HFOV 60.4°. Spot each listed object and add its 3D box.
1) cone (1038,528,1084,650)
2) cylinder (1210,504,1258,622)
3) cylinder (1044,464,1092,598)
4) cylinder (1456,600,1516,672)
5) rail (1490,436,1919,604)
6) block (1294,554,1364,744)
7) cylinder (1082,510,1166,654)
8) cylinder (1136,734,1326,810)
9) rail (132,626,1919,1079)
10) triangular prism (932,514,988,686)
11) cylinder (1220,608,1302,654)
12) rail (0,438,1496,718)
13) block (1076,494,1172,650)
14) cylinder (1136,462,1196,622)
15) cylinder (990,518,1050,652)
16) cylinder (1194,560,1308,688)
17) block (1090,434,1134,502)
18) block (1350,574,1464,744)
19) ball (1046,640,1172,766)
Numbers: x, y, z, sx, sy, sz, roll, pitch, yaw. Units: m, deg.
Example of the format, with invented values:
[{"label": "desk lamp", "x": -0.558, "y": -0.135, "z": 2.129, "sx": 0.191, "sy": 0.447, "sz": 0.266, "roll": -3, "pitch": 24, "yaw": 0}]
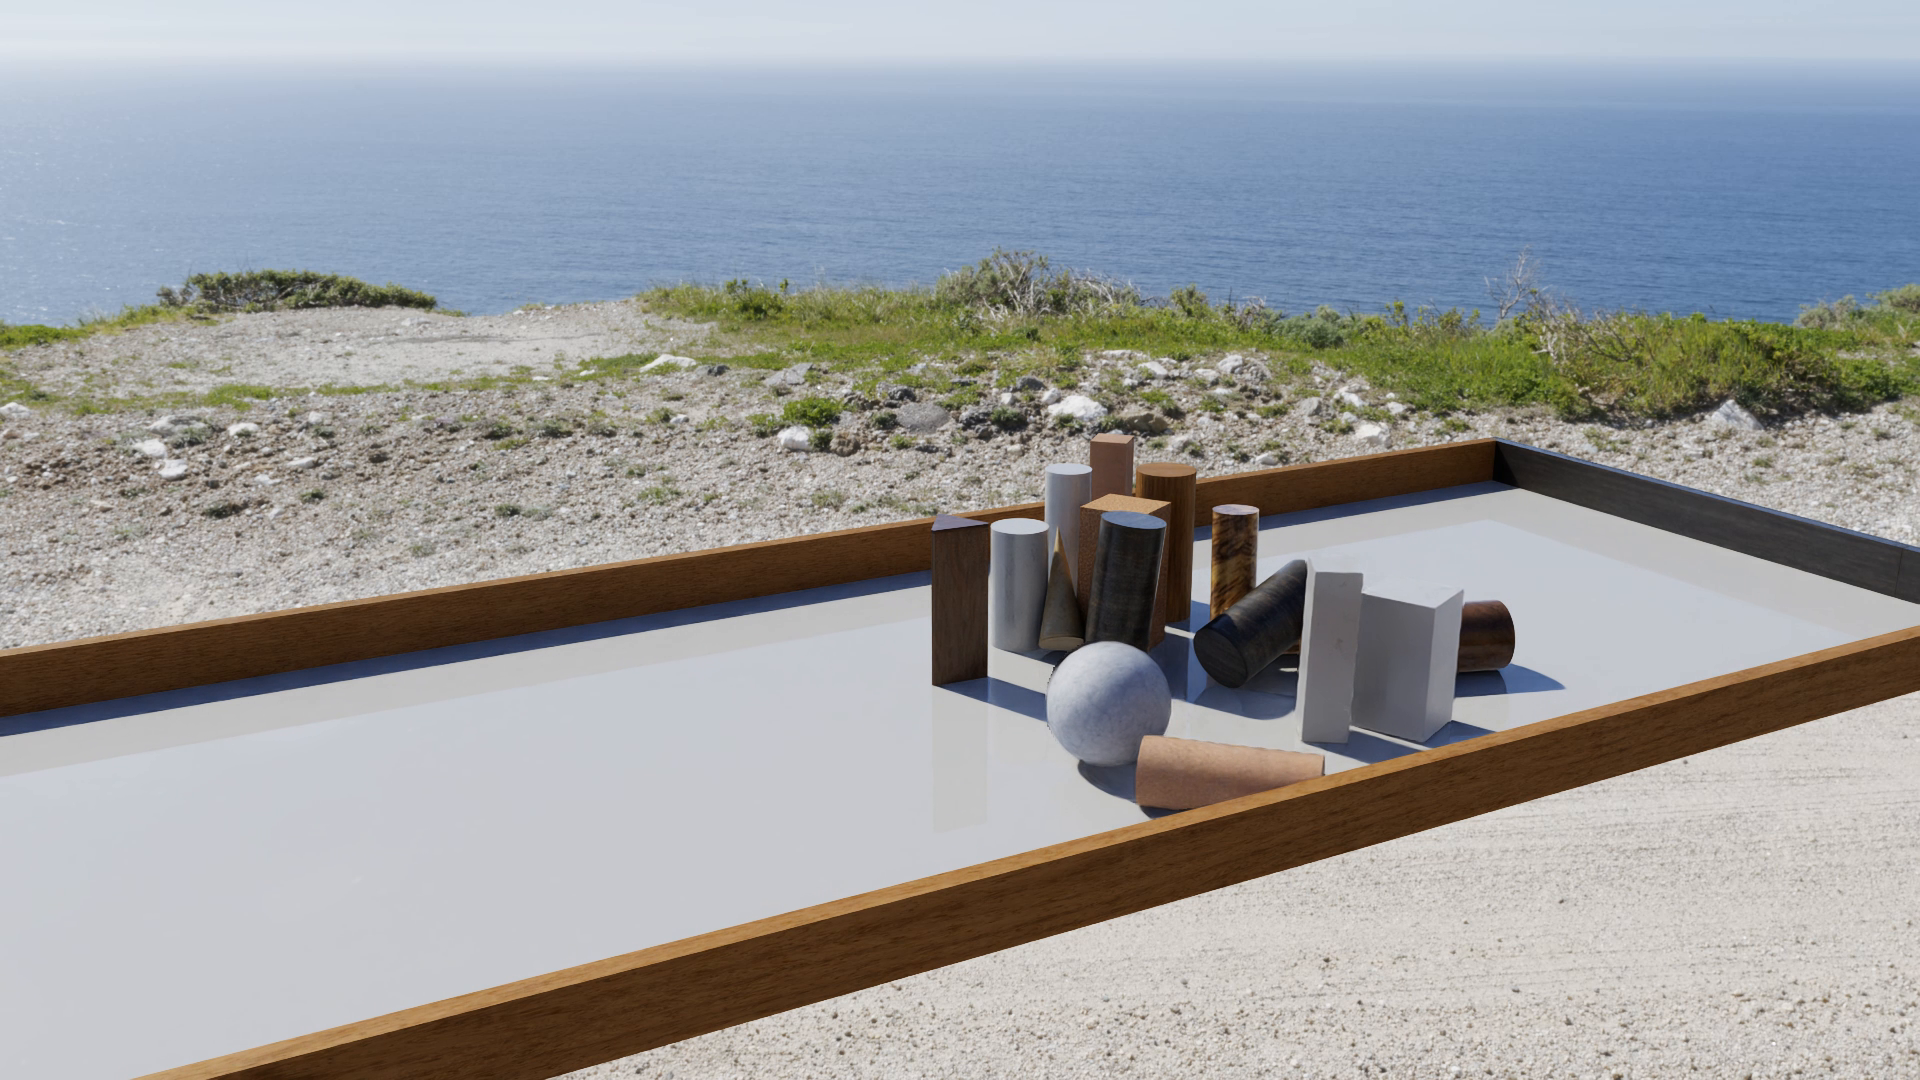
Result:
[{"label": "cone", "x": 0.265, "y": 0.114, "z": 4.356, "sx": 0.128, "sy": 0.331, "sz": 0.128, "roll": -1, "pitch": -19, "yaw": 0}, {"label": "cylinder", "x": 0.732, "y": 0.091, "z": 4.411, "sx": 0.121, "sy": 0.353, "sz": 0.121, "roll": -1, "pitch": 14, "yaw": 0}, {"label": "cylinder", "x": 0.298, "y": 0.007, "z": 4.582, "sx": 0.129, "sy": 0.422, "sz": 0.129, "roll": 0, "pitch": 16, "yaw": 0}, {"label": "cylinder", "x": 1.162, "y": 0.253, "z": 4.179, "sx": 0.433, "sy": 0.178, "sz": 0.178, "roll": -3, "pitch": 17, "yaw": -11}, {"label": "rail", "x": 2.466, "y": -0.048, "z": 5.253, "sx": 0.050, "sy": 0.150, "sz": 2.100, "roll": -9, "pitch": 18, "yaw": -27}, {"label": "block", "x": 0.837, "y": 0.250, "z": 3.750, "sx": 0.105, "sy": 0.419, "sz": 0.105, "roll": 1, "pitch": 20, "yaw": 3}, {"label": "cylinder", "x": 0.412, "y": 0.136, "z": 4.169, "sx": 0.165, "sy": 0.391, "sz": 0.165, "roll": 6, "pitch": 15, "yaw": -2}, {"label": "cylinder", "x": 0.559, "y": 0.496, "z": 3.407, "sx": 0.369, "sy": 0.147, "sz": 0.147, "roll": 5, "pitch": 17, "yaw": 16}, {"label": "rail", "x": -2.336, "y": 1.006, "z": 1.665, "sx": 12.000, "sy": 0.150, "sz": 0.050, "roll": -9, "pitch": 18, "yaw": -27}, {"label": "triangular prism", "x": -0.025, "y": 0.144, "z": 4.148, "sx": 0.151, "sy": 0.404, "sz": 0.131, "roll": -7, "pitch": 18, "yaw": -23}, {"label": "cylinder", "x": 0.851, "y": 0.236, "z": 4.331, "sx": 0.320, "sy": 0.125, "sz": 0.125, "roll": -1, "pitch": 16, "yaw": -5}, {"label": "rail", "x": -3.305, "y": 0.497, "z": 3.399, "sx": 12.000, "sy": 0.150, "sz": 0.050, "roll": -9, "pitch": 18, "yaw": -27}, {"label": "block", "x": 0.431, "y": 0.091, "z": 4.360, "sx": 0.178, "sy": 0.381, "sz": 0.178, "roll": 9, "pitch": 17, "yaw": 29}, {"label": "cylinder", "x": 0.567, "y": 0.006, "z": 4.593, "sx": 0.165, "sy": 0.417, "sz": 0.165, "roll": 0, "pitch": 16, "yaw": 0}, {"label": "cylinder", "x": 0.157, "y": 0.119, "z": 4.378, "sx": 0.154, "sy": 0.323, "sz": 0.154, "roll": 0, "pitch": 16, "yaw": 0}, {"label": "cylinder", "x": 0.770, "y": 0.208, "z": 4.154, "sx": 0.350, "sy": 0.171, "sz": 0.171, "roll": -33, "pitch": 31, "yaw": -28}, {"label": "block", "x": 0.438, "y": -0.075, "z": 4.807, "sx": 0.105, "sy": 0.453, "sz": 0.105, "roll": 5, "pitch": 17, "yaw": 17}, {"label": "block", "x": 1.041, "y": 0.273, "z": 3.844, "sx": 0.177, "sy": 0.326, "sz": 0.177, "roll": 12, "pitch": 20, "yaw": 35}, {"label": "ball", "x": 0.329, "y": 0.361, "z": 3.638, "sx": 0.276, "sy": 0.276, "sz": 0.276, "roll": 0, "pitch": 16, "yaw": 0}]
